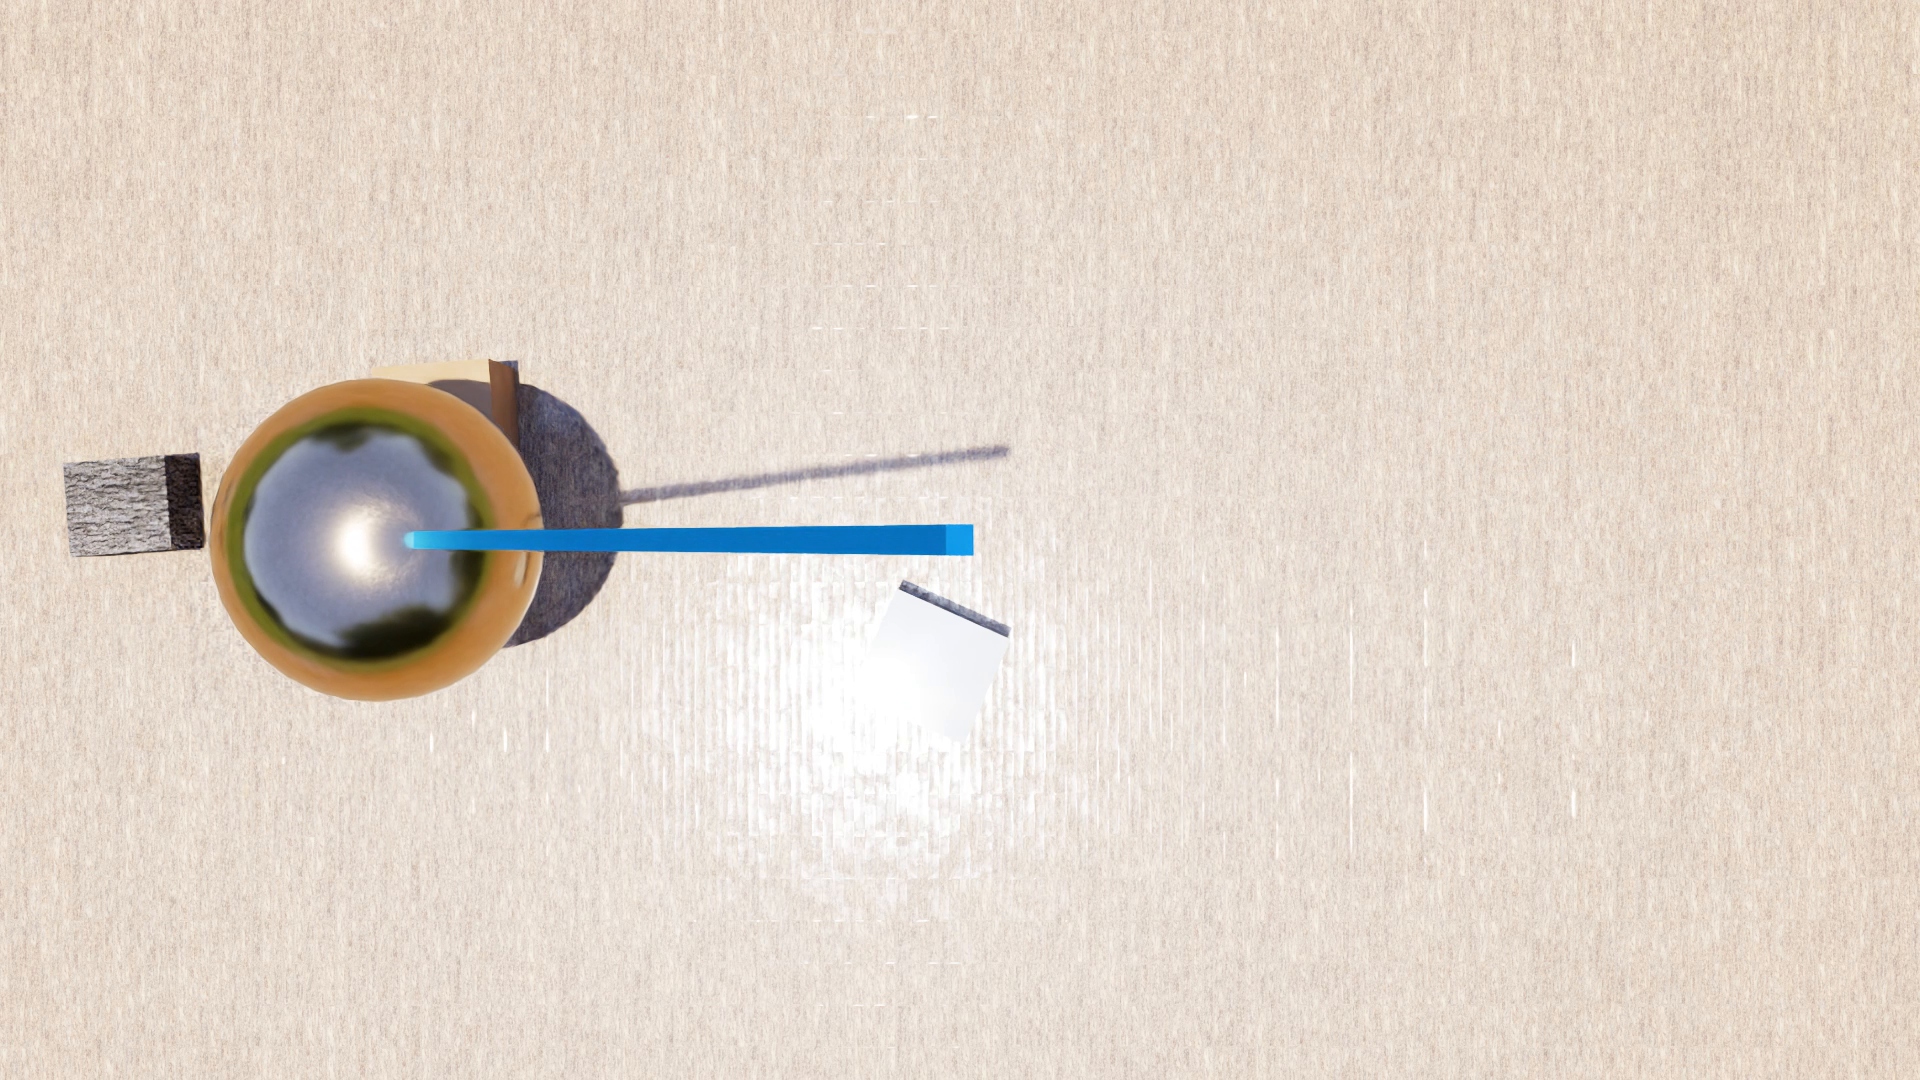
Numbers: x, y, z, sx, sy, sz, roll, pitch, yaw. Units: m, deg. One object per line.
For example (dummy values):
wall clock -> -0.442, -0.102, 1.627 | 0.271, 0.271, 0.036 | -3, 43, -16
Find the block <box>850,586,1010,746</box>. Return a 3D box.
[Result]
block -> -0.168, 0.715, 12.693 | 0.706, 0.615, 0.652 | 24, 90, 0

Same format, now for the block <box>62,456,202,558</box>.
block -> -4.783, -0.193, 12.738 | 0.577, 0.523, 0.536 | -4, 90, 0

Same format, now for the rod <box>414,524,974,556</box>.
rod -> -1.238, 0.000, 7.845 | 0.080, 5.200, 0.080 | 0, 90, -28

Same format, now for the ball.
ball -> -2.856, 0.000, 10.835 | 1.600, 1.600, 1.600 | 0, 90, 0

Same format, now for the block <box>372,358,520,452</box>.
block -> -2.938, -0.653, 12.648 | 0.655, 0.704, 0.677 | -5, 90, 0
